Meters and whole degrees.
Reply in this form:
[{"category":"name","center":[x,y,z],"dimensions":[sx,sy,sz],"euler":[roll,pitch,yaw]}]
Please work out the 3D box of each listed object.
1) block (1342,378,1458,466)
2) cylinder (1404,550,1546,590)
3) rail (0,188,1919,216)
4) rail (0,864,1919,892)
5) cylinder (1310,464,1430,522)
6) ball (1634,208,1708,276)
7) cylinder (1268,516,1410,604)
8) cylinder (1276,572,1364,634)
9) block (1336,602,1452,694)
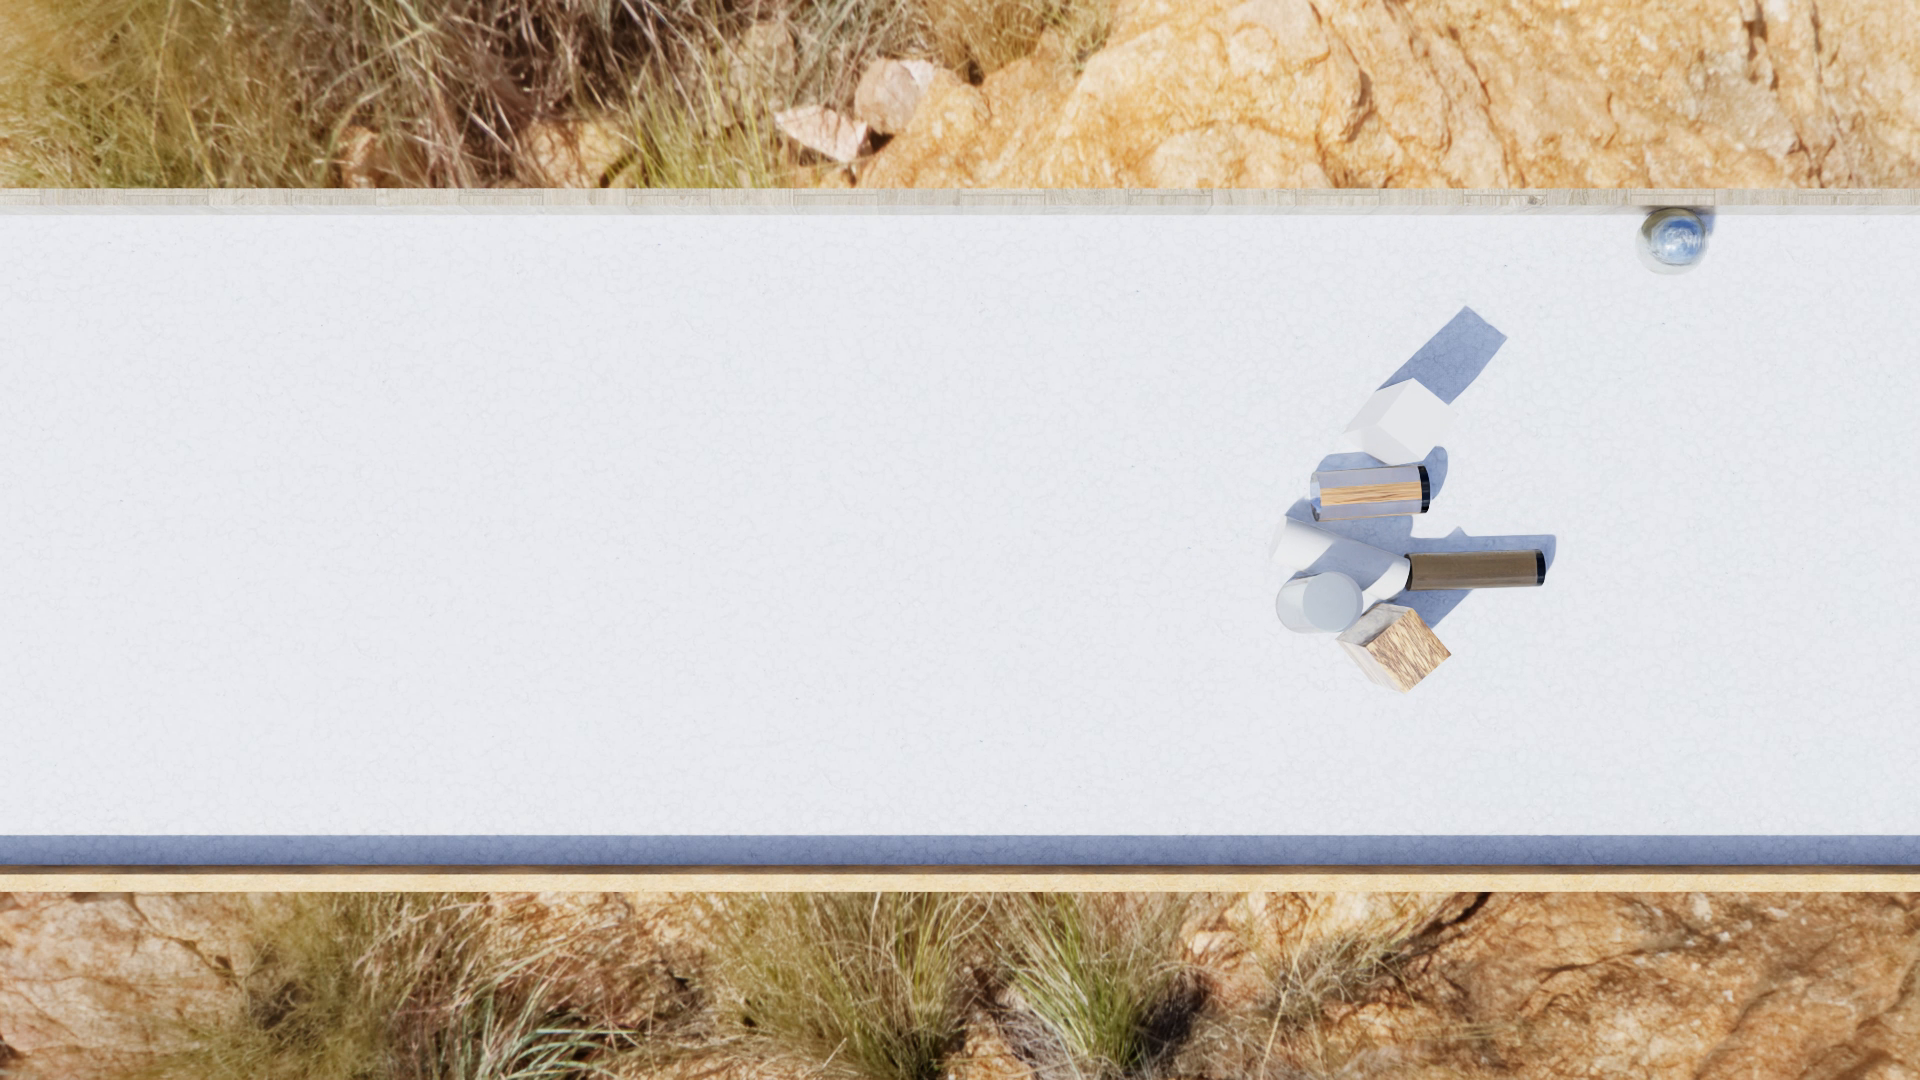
[{"category":"block","center":[1.290,-0.340,4.861],"dimensions":[0.165,0.431,0.165],"euler":[38,90,0]},{"category":"cylinder","center":[1.561,0.091,5.018],"dimensions":[0.401,0.116,0.116],"euler":[-2,90,0]},{"category":"rail","center":[-2.247,-1.025,5.002],"dimensions":[12.000,0.150,0.050],"euler":[0,90,0]},{"category":"rail","center":[-2.247,1.025,5.001],"dimensions":[12.000,0.150,0.050],"euler":[0,90,0]},{"category":"cylinder","center":[1.241,-0.143,5.001],"dimensions":[0.328,0.152,0.152],"euler":[-4,90,1]},{"category":"ball","center":[2.144,-0.899,4.975],"dimensions":[0.202,0.202,0.202],"euler":[0,90,0]},{"category":"cylinder","center":[1.149,0.059,5.005],"dimensions":[0.395,0.143,0.143],"euler":[19,90,0]},{"category":"cylinder","center":[1.060,0.189,4.885],"dimensions":[0.175,0.372,0.175],"euler":[0,86,-1]},{"category":"block","center":[1.277,0.316,4.885],"dimensions":[0.174,0.382,0.174],"euler":[-40,90,0]}]
